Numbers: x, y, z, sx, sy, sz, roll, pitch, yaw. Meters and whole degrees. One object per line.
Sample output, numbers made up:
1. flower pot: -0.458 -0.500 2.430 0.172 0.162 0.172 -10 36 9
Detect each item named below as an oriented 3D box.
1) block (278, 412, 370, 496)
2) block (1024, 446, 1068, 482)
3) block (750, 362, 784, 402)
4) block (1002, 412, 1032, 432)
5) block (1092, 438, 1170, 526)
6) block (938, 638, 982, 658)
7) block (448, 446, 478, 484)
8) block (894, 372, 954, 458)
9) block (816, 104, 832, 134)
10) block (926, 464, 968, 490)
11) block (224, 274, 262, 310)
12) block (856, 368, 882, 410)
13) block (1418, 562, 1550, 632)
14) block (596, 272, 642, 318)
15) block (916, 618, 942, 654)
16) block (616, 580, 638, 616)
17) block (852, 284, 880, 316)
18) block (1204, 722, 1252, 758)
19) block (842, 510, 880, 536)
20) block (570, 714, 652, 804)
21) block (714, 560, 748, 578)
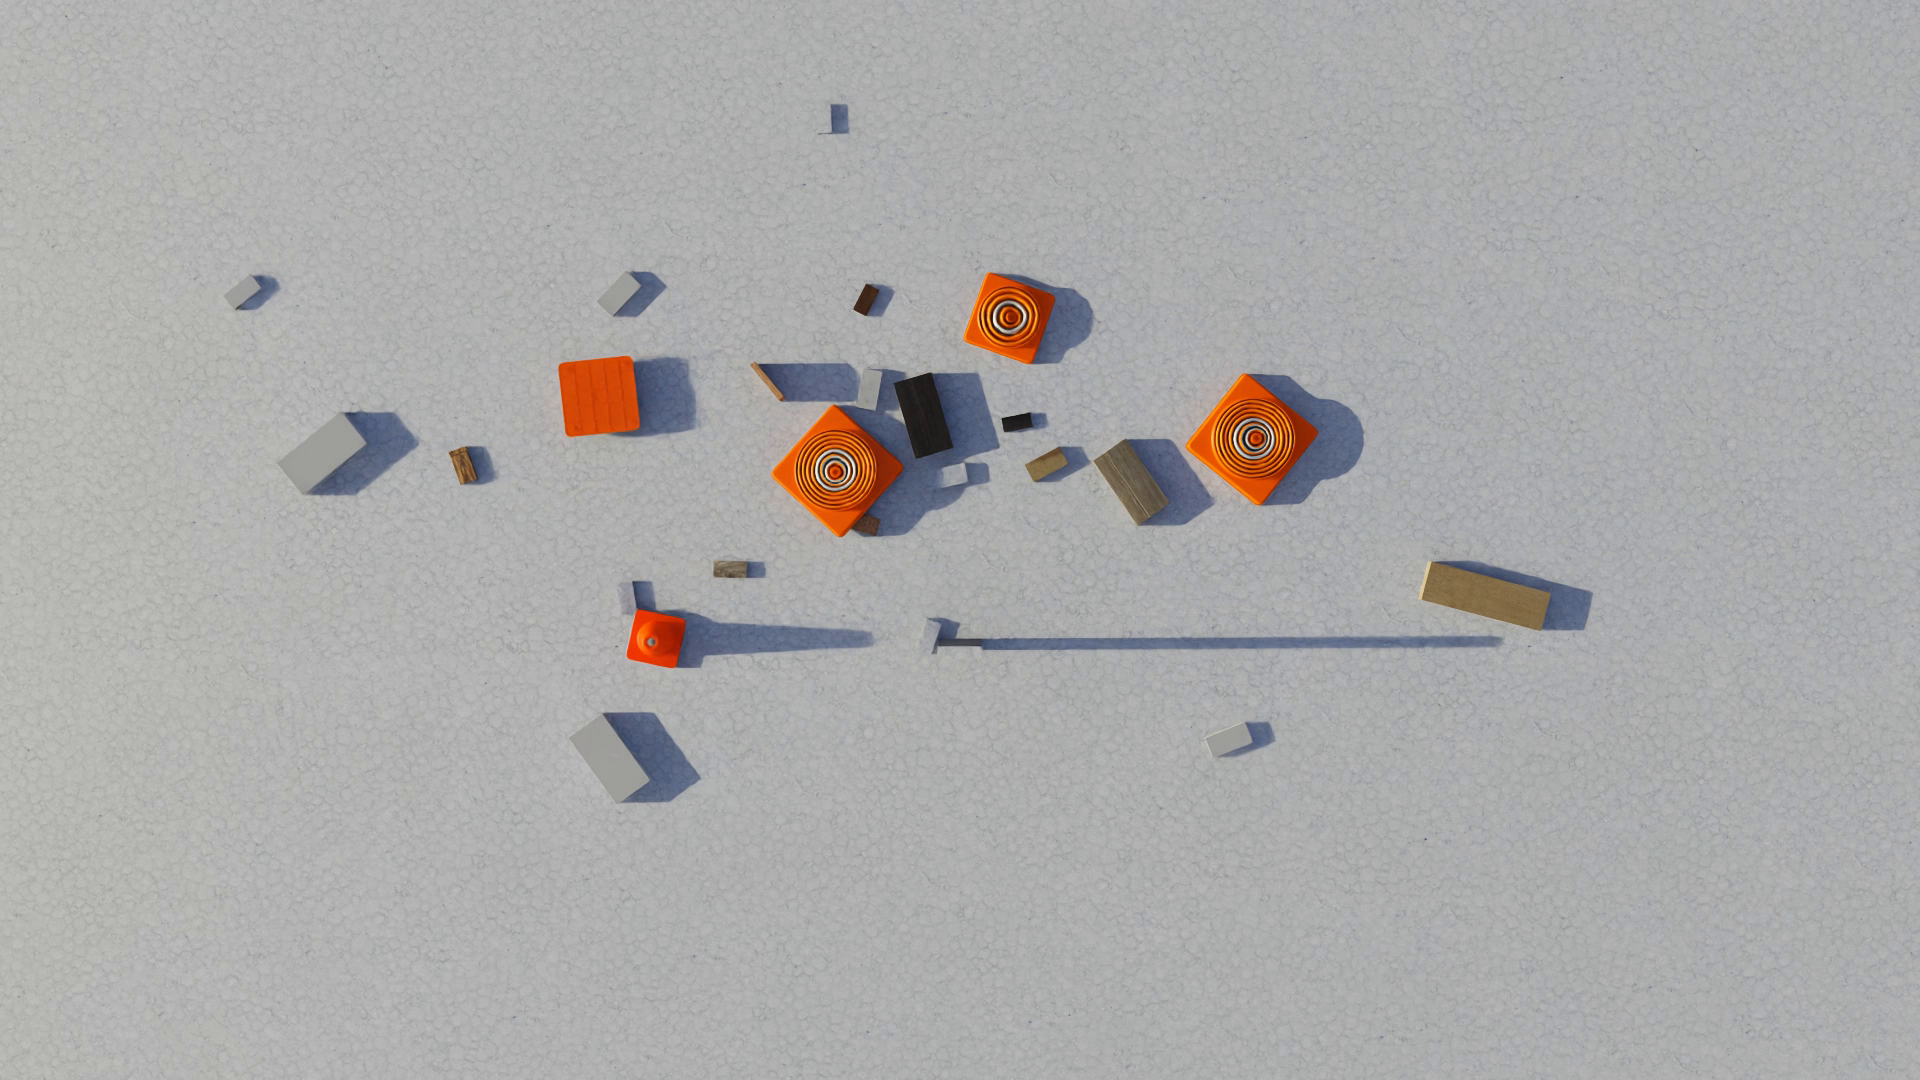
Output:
1. block: -2.113 -0.287 5.481 0.273 0.039 0.136 -39 90 0
2. block: 0.287 -0.252 5.491 0.131 0.018 0.065 -28 90 0
3. block: -0.637 -0.525 5.464 0.020 0.071 0.149 -40 90 0
4. block: 0.189 -0.391 5.493 0.097 0.014 0.049 -11 90 0
5. block: 0.569 -0.192 5.482 0.131 0.037 0.261 -35 90 0
6. block: 0.000 0.349 5.301 0.136 0.398 0.039 0 90 0
7. block: -1.653 -0.248 5.492 0.058 0.016 0.116 -20 90 0
8. block: -0.121 -0.413 5.482 0.131 0.037 0.261 -16 90 0
9. block: -0.452 -1.403 5.493 0.049 0.014 0.097 -4 90 0
10. block: -0.042 -0.211 5.491 0.131 0.018 0.065 -13 90 0
11. block: -2.387 -0.825 5.492 0.116 0.016 0.058 -39 90 0
12. block: -0.301 -0.500 5.491 0.065 0.018 0.131 10 90 0
13. block: 1.743 0.187 5.482 0.410 0.037 0.131 15 90 0
14. block: -1.134 -0.819 5.490 0.071 0.020 0.142 44 90 0
15. block: -0.105 0.322 5.492 0.055 0.016 0.110 19 90 0
16. block: -1.108 0.195 5.492 0.055 0.016 0.110 -9 90 0
17. block: -0.313 -0.799 5.493 0.049 0.014 0.097 27 90 0
18. block: 0.894 0.665 5.490 0.142 0.020 0.071 -22 90 0
19. block: -0.328 -0.058 5.492 0.116 0.016 0.058 17 90 0
20. block: -1.161 0.726 5.481 0.136 0.039 0.273 -36 90 0
21. block: -0.765 0.098 5.492 0.110 0.016 0.055 1 90 0
